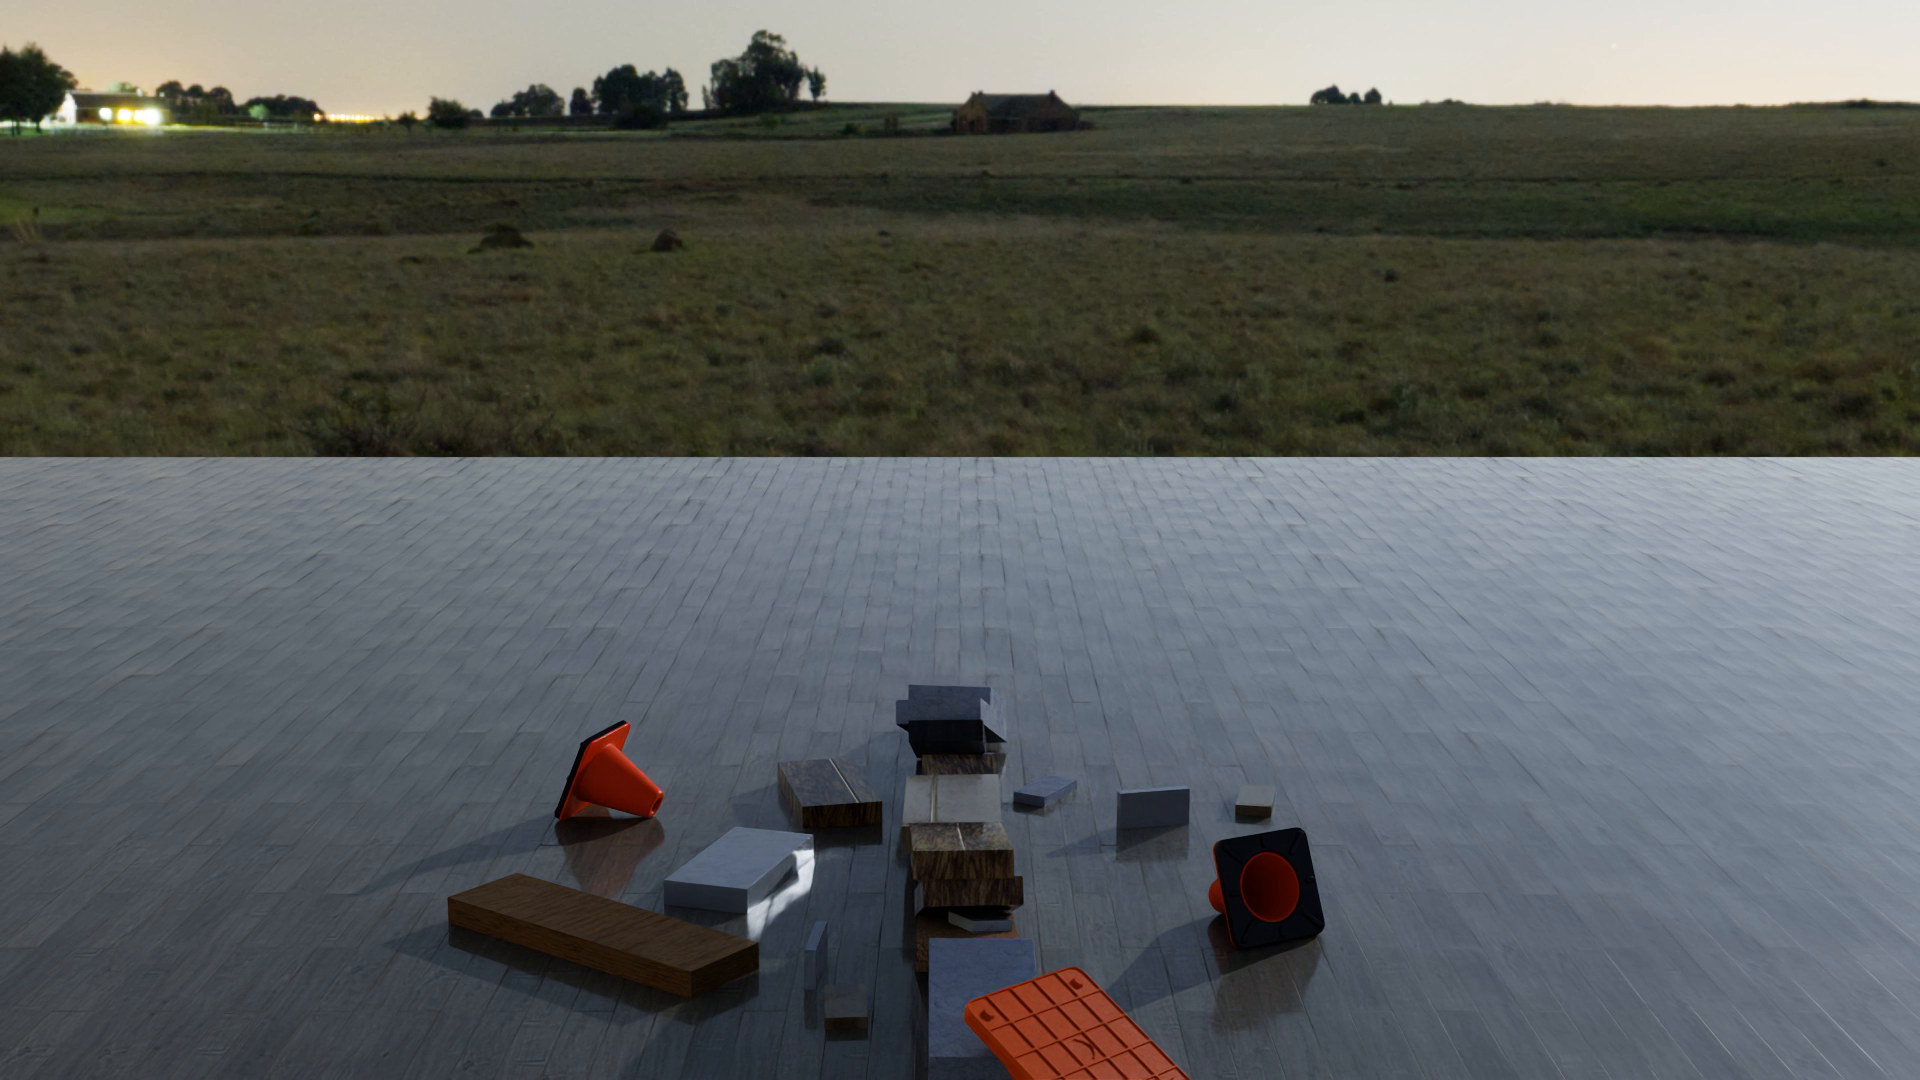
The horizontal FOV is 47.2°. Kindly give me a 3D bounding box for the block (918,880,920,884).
[{"bbox_3d":[0.004,0.537,3.614,0.149,0.042,0.299,0,-6,-3],"label":"block"}]

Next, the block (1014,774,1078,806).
[{"bbox_3d":[0.164,0.480,4.212,0.067,0.019,0.133,6,12,30],"label":"block"}]

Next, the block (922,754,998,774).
[{"bbox_3d":[0.000,0.476,4.022,0.141,0.040,0.282,0,22,0],"label":"block"}]

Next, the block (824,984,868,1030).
[{"bbox_3d":[-0.165,0.673,3.174,0.061,0.017,0.122,-1,11,-4],"label":"block"}]

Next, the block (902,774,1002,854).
[{"bbox_3d":[-0.013,0.472,3.813,0.166,0.047,0.331,-1,9,0],"label":"block"}]

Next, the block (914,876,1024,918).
[{"bbox_3d":[0.010,0.556,3.422,0.149,0.042,0.299,-1,-13,-4],"label":"block"}]

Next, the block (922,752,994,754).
[{"bbox_3d":[-0.002,0.466,4.225,0.141,0.040,0.282,0,11,-1],"label":"block"}]

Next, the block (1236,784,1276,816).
[{"bbox_3d":[0.559,0.491,4.150,0.067,0.019,0.133,2,11,12],"label":"block"}]

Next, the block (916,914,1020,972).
[{"bbox_3d":[0.010,0.603,3.307,0.149,0.042,0.299,0,-2,-1],"label":"block"}]

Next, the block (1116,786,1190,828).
[{"bbox_3d":[0.354,0.490,4.028,0.133,0.067,0.019,-3,11,-14],"label":"block"}]

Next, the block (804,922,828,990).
[{"bbox_3d":[-0.217,0.625,3.313,0.017,0.061,0.122,1,11,4],"label":"block"}]

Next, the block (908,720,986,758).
[{"bbox_3d":[-0.022,0.392,4.319,0.141,0.040,0.282,-1,-12,2],"label":"block"}]

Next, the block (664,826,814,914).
[{"bbox_3d":[-0.371,0.557,3.731,0.148,0.042,0.296,3,11,17],"label":"block"}]

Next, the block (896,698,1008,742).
[{"bbox_3d":[-0.013,0.364,4.394,0.166,0.047,0.331,-2,-12,10],"label":"block"}]

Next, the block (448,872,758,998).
[{"bbox_3d":[-0.564,0.612,3.435,0.534,0.042,0.148,8,13,36],"label":"block"}]

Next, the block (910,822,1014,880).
[{"bbox_3d":[-0.001,0.480,3.415,0.149,0.042,0.299,0,1,-2],"label":"block"}]

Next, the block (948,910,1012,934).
[{"bbox_3d":[0.030,0.573,3.310,0.061,0.017,0.122,1,-2,-18],"label":"block"}]

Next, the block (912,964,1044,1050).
[{"bbox_3d":[0.022,0.672,3.110,0.149,0.042,0.299,-1,11,-7],"label":"block"}]

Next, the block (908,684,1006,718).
[{"bbox_3d":[-0.003,0.342,4.581,0.166,0.047,0.331,1,-9,7],"label":"block"}]

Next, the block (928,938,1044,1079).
[{"bbox_3d":[0.032,0.640,3.003,0.149,0.042,0.299,1,20,-1],"label":"block"}]

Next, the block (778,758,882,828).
[{"bbox_3d":[-0.249,0.477,4.164,0.148,0.042,0.296,-3,11,-13],"label":"block"}]
